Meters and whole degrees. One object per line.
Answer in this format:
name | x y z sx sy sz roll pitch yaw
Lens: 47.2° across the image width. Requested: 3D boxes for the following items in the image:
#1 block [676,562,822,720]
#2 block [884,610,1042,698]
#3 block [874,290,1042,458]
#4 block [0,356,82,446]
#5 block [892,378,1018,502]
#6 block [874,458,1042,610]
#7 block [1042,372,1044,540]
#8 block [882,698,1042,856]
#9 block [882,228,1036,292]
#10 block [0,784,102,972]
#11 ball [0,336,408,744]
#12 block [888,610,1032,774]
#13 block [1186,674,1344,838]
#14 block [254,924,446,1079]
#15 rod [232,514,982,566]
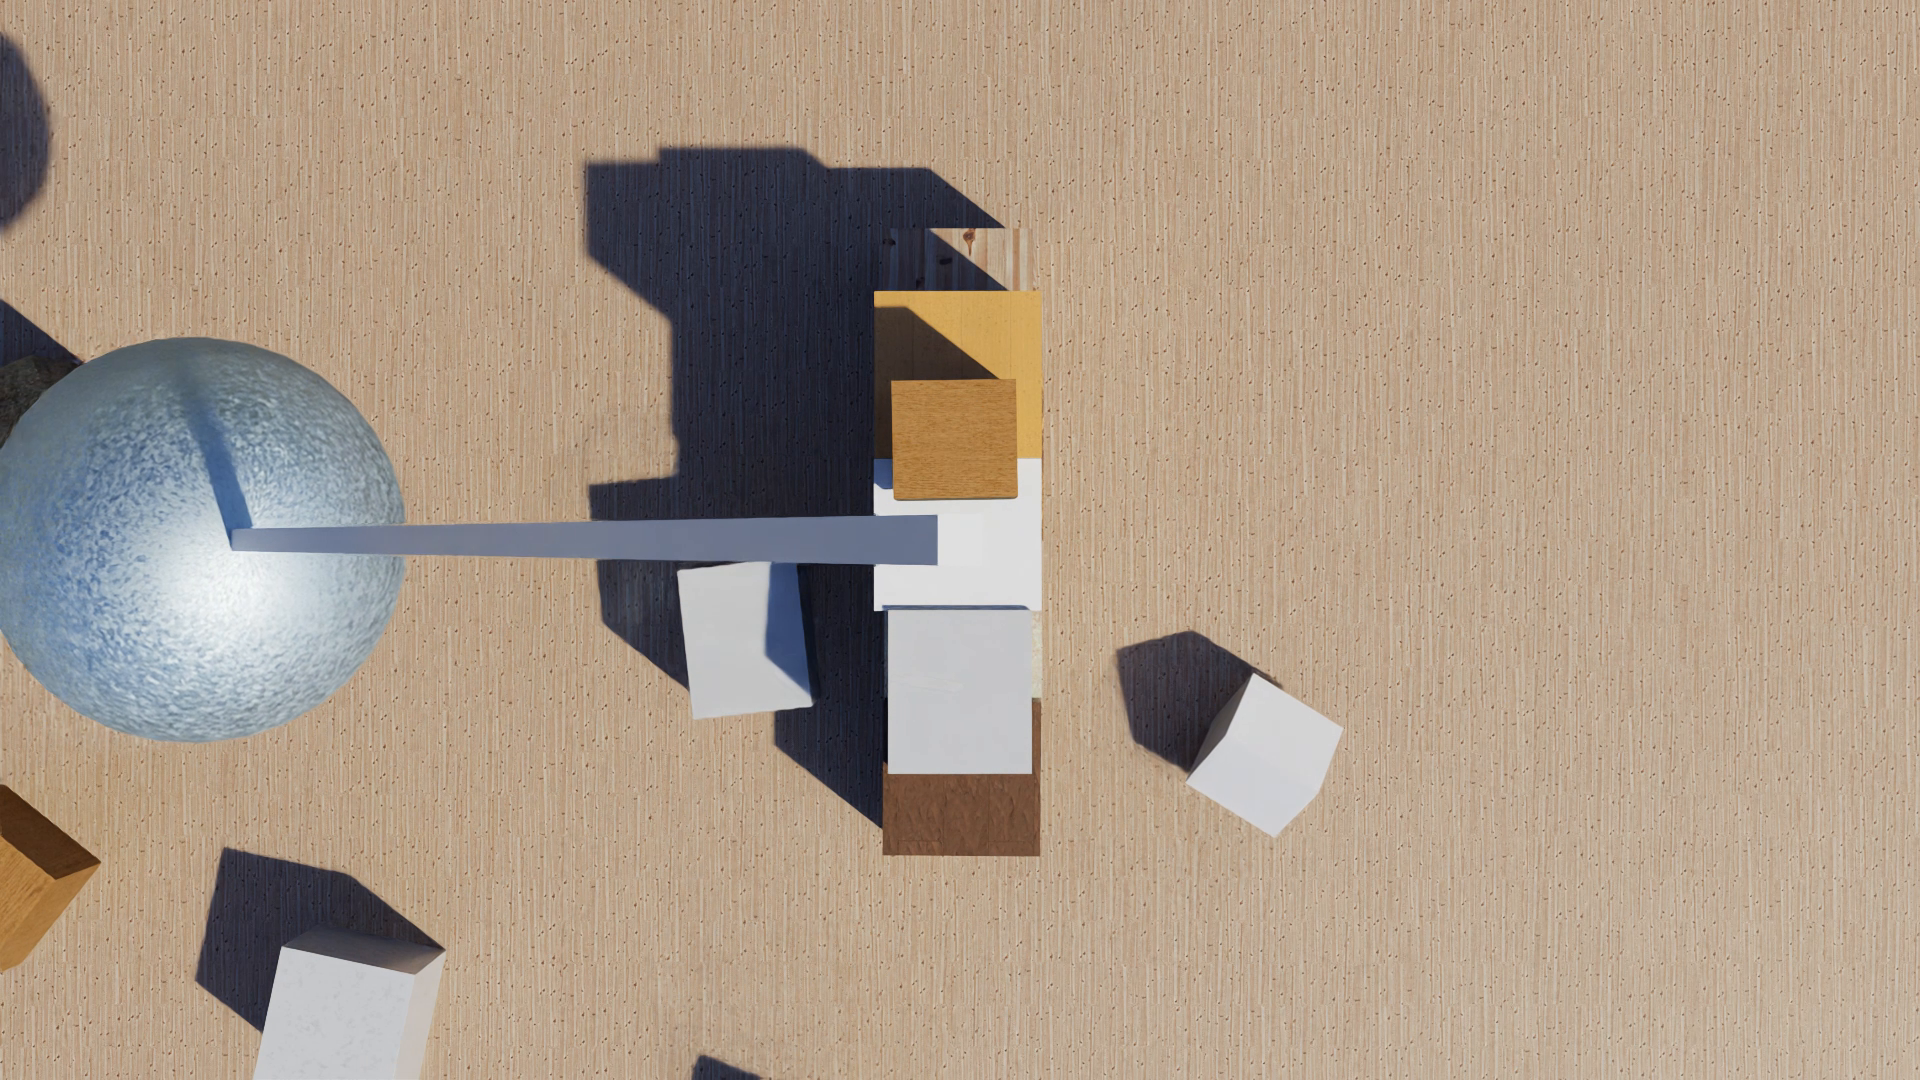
block | -1.193 0.545 12.588 0.662 0.824 0.829 -6 90 0
block | 0.017 0.443 12.584 0.871 0.832 0.857 0 90 0
block | -0.010 -0.847 11.684 0.855 0.873 0.853 0 90 0
block | -5.373 -0.552 12.587 0.785 0.826 0.692 -23 90 0
block | -0.025 -0.485 10.893 0.598 0.709 0.565 -1 90 0
block | -0.012 -0.027 11.737 0.864 0.768 0.783 0 90 0
block | 0.002 -0.462 12.560 0.919 0.879 0.932 0 90 0
block | 0.011 1.318 12.562 0.870 0.876 0.849 0 90 0
block | -0.004 -1.334 12.606 0.850 0.788 0.792 0 90 0
block | -5.597 1.973 12.664 0.740 0.671 0.761 39 90 0
ball | -2.993 0.000 8.651 1.600 1.600 1.600 0 90 0
block | -0.001 0.813 11.701 0.736 0.856 0.837 0 85 0
block | 1.746 1.238 12.628 0.607 0.527 0.526 32 47 0
block | -3.492 2.740 12.625 0.761 0.751 0.810 12 90 0
rod | -1.297 0.000 5.705 0.080 5.200 0.080 0 90 -30
